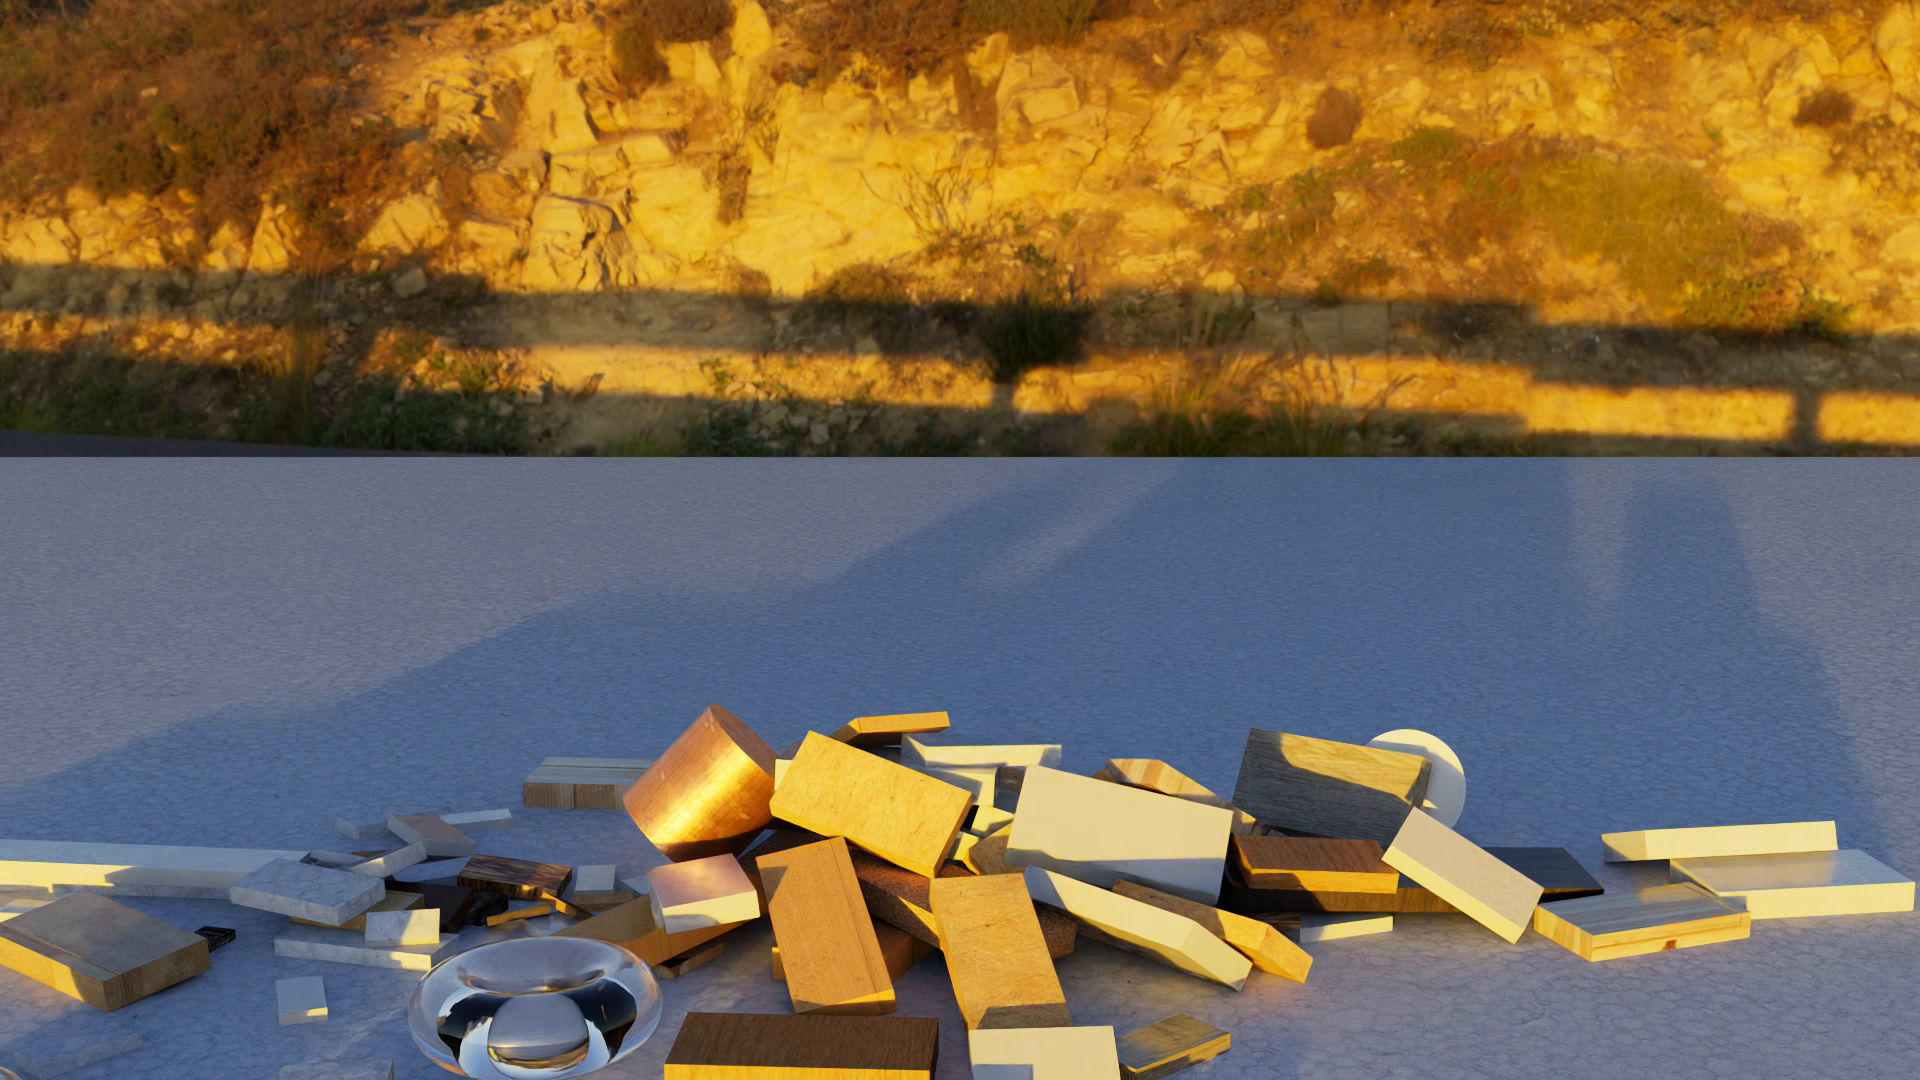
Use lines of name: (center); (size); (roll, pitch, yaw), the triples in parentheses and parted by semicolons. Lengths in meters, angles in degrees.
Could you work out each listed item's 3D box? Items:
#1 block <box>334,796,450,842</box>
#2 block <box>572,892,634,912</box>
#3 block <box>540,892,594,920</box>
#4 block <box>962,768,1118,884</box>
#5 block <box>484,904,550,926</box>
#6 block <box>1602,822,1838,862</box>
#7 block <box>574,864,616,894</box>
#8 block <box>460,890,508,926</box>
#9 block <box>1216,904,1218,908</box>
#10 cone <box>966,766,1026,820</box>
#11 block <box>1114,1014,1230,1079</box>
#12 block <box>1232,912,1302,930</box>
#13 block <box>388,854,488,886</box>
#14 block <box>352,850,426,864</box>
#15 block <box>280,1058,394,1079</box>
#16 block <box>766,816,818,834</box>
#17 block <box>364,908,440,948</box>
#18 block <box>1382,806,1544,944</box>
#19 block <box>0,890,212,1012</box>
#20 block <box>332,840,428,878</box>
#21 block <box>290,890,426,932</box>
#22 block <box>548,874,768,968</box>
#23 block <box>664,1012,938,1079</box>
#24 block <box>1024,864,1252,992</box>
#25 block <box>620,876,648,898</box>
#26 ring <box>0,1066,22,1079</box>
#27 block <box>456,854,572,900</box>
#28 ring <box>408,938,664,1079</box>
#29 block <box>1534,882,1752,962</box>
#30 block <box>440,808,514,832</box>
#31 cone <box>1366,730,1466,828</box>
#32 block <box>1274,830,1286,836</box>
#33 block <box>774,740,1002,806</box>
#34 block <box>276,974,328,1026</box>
block: (-1.040, 0.509, 4.032); (0.184, 0.026, 0.092); (-10, 14, -42)
block: (-0.585, 0.594, 3.608); (0.099, 0.014, 0.050); (-2, 11, -10)
block: (-0.627, 0.594, 3.535); (0.099, 0.014, 0.049); (15, -13, 46)
block: (0.164, 0.493, 3.530); (0.287, 0.041, 0.144); (-27, 63, -28)
block: (-0.707, 0.599, 3.510); (0.099, 0.014, 0.049); (-10, -7, -18)
block: (1.300, 0.518, 3.773); (0.340, 0.048, 0.170); (-2, -9, -8)
block: (-0.612, 0.576, 3.697); (0.063, 0.018, 0.125); (-1, 11, -6)
block: (-0.832, 0.594, 3.581); (0.170, 0.024, 0.085); (4, 11, 18)
block: (0.331, 0.605, 3.528); (0.160, 0.023, 0.080); (2, 11, 9)
cone: (0.070, 0.526, 3.779); (0.192, 0.192, 0.192); (-1, 37, -8)
block: (0.274, 0.698, 3.014); (0.184, 0.026, 0.092); (-9, 14, -40)
block: (0.467, 0.597, 3.455); (0.122, 0.017, 0.061); (-4, 11, -21)
block: (-0.874, 0.568, 3.723); (0.170, 0.024, 0.085); (-5, 12, -27)
block: (-0.991, 0.555, 3.809); (0.125, 0.018, 0.063); (-2, 11, -10)
block: (-0.803, 0.735, 2.779); (0.140, 0.040, 0.279); (-1, 11, -8)
block: (-0.188, 0.482, 3.875); (0.282, 0.040, 0.141); (3, 11, 18)
block: (-0.856, 0.596, 3.379); (0.110, 0.016, 0.055); (-2, 42, -9)
block: (0.800, 0.531, 3.496); (0.239, 0.034, 0.120); (32, 38, 12)
block: (-1.311, 0.619, 3.336); (0.341, 0.048, 0.171); (8, 19, 38)
block: (-0.992, 0.546, 3.593); (0.219, 0.031, 0.109); (-19, 0, 22)
block: (-0.952, 0.581, 3.473); (0.185, 0.026, 0.093); (4, 17, 18)
block: (-0.455, 0.594, 3.439); (0.174, 0.049, 0.348); (-4, 7, 34)
block: (-0.208, 0.697, 2.959); (0.348, 0.049, 0.174); (1, 11, 3)
block: (0.260, 0.584, 3.320); (0.337, 0.048, 0.168); (11, -22, 46)
block: (-0.507, 0.585, 3.648); (0.063, 0.018, 0.125); (-7, 12, -32)
ring: (-1.288, 0.725, 2.593); (0.395, 0.132, 0.395); (1, 10, 0)
block: (-0.743, 0.564, 3.670); (0.170, 0.024, 0.085); (7, 19, 6)
ring: (-0.587, 0.646, 3.051); (0.349, 0.116, 0.349); (0, 9, 0)
block: (1.080, 0.603, 3.483); (0.298, 0.042, 0.149); (-4, 11, -20)
block: (-0.886, 0.515, 4.025); (0.125, 0.018, 0.063); (-4, 11, -19)
cone: (0.835, 0.477, 4.007); (0.220, 0.220, 0.220); (5, -15, 27)
block: (0.489, 0.536, 3.894); (0.165, 0.023, 0.082); (-6, 12, -30)
block: (-0.114, 0.385, 3.651); (0.357, 0.051, 0.179); (4, 5, 5)
block: (-0.957, 0.668, 3.196); (0.066, 0.019, 0.131); (-4, 11, -19)
